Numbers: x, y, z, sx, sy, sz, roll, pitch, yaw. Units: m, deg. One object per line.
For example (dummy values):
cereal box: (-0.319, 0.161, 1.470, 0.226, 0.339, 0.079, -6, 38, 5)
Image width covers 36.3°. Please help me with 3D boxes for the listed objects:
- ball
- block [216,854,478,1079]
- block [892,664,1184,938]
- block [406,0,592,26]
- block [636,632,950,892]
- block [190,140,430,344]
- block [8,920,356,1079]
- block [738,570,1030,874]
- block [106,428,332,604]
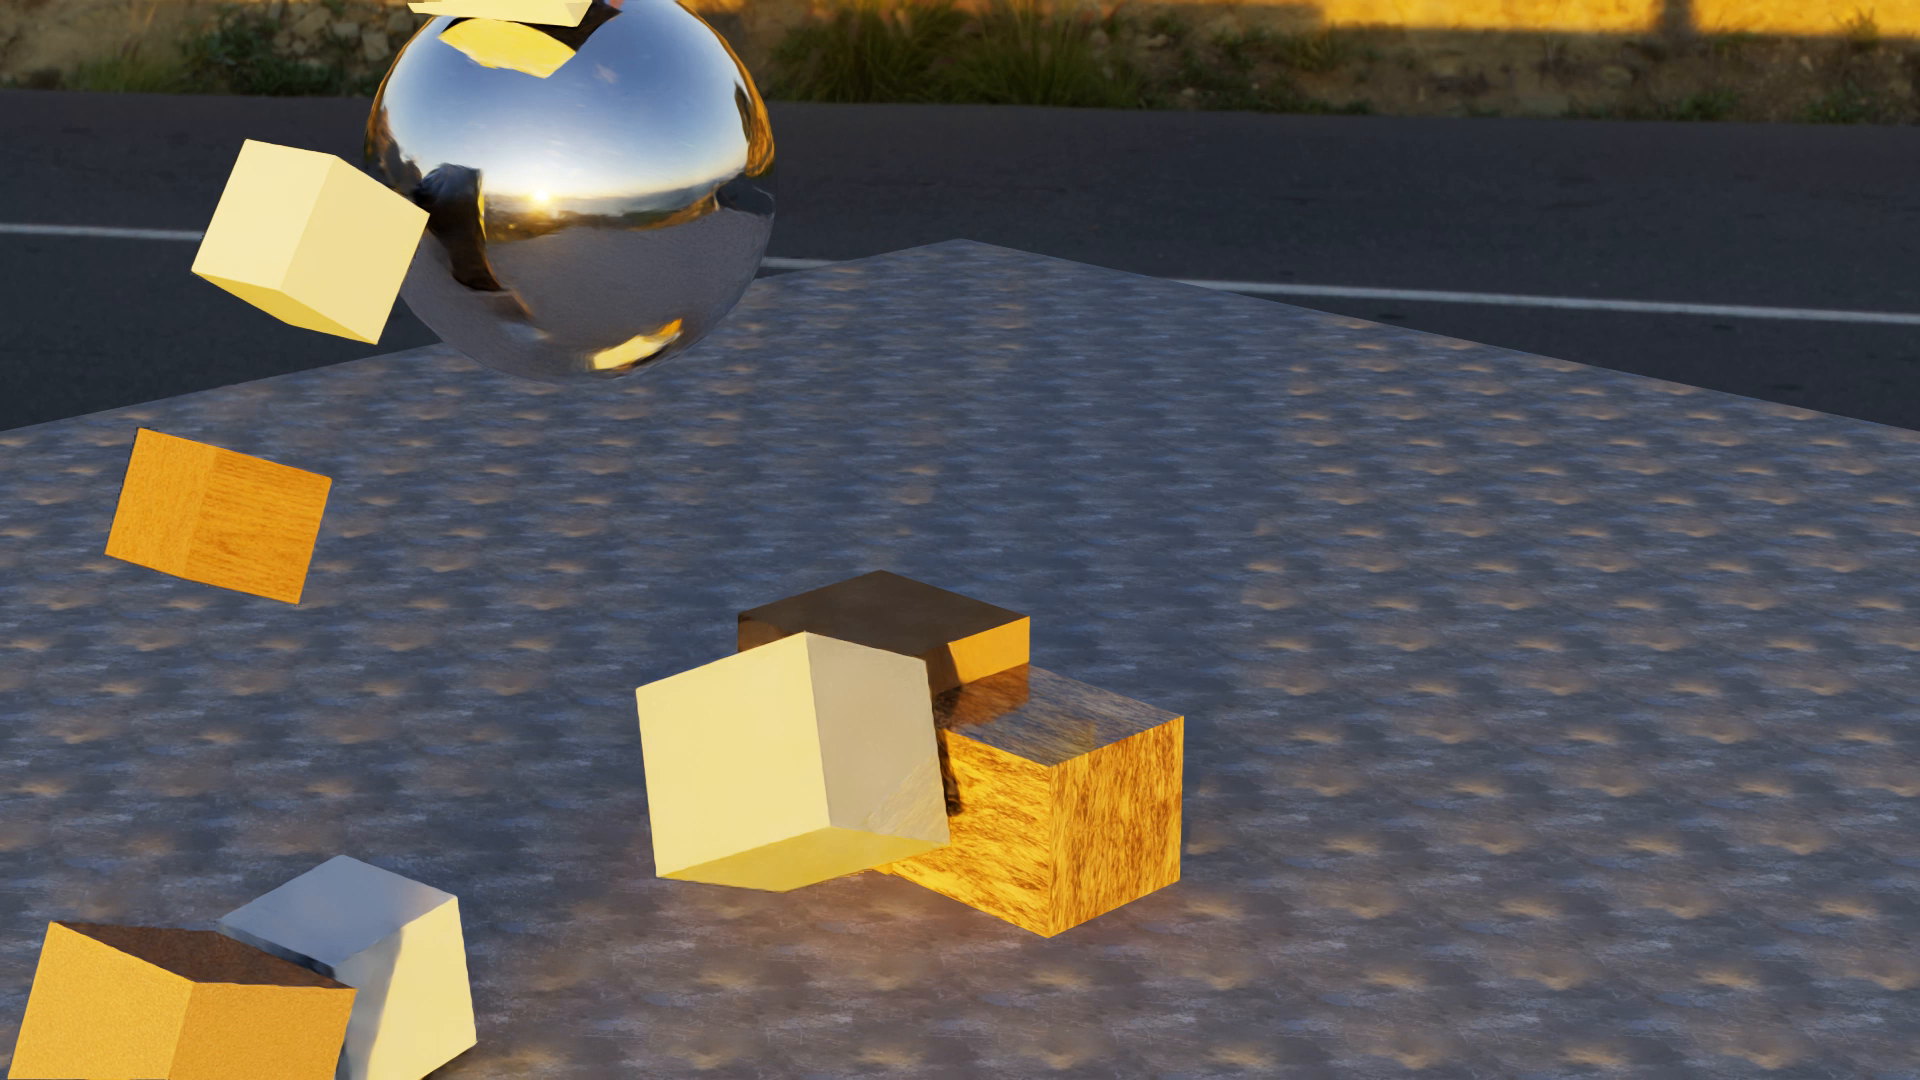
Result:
ball: (-1.501, -1.398, 11.329, 1.600, 1.600, 1.600, 0, 17, 0)
block: (-2.414, 1.747, 11.577, 0.679, 0.667, 0.639, 13, 27, 35)
block: (0.348, 1.161, 13.315, 0.876, 0.801, 0.980, -17, 24, -42)
block: (-1.685, -2.419, 10.625, 0.742, 0.768, 0.715, 10, 58, 27)
block: (-0.721, 0.980, 12.698, 0.931, 0.835, 0.873, -19, -20, 31)
block: (-2.291, -1.052, 10.354, 0.480, 0.508, 0.492, 14, -11, 36)
block: (-2.842, 1.875, 10.660, 0.776, 0.751, 0.805, 14, -2, 33)
block: (-0.362, 0.841, 13.960, 1.010, 1.024, 0.937, 17, 24, 42)
block: (-2.637, -0.086, 10.429, 0.516, 0.464, 0.487, 12, -3, 43)
